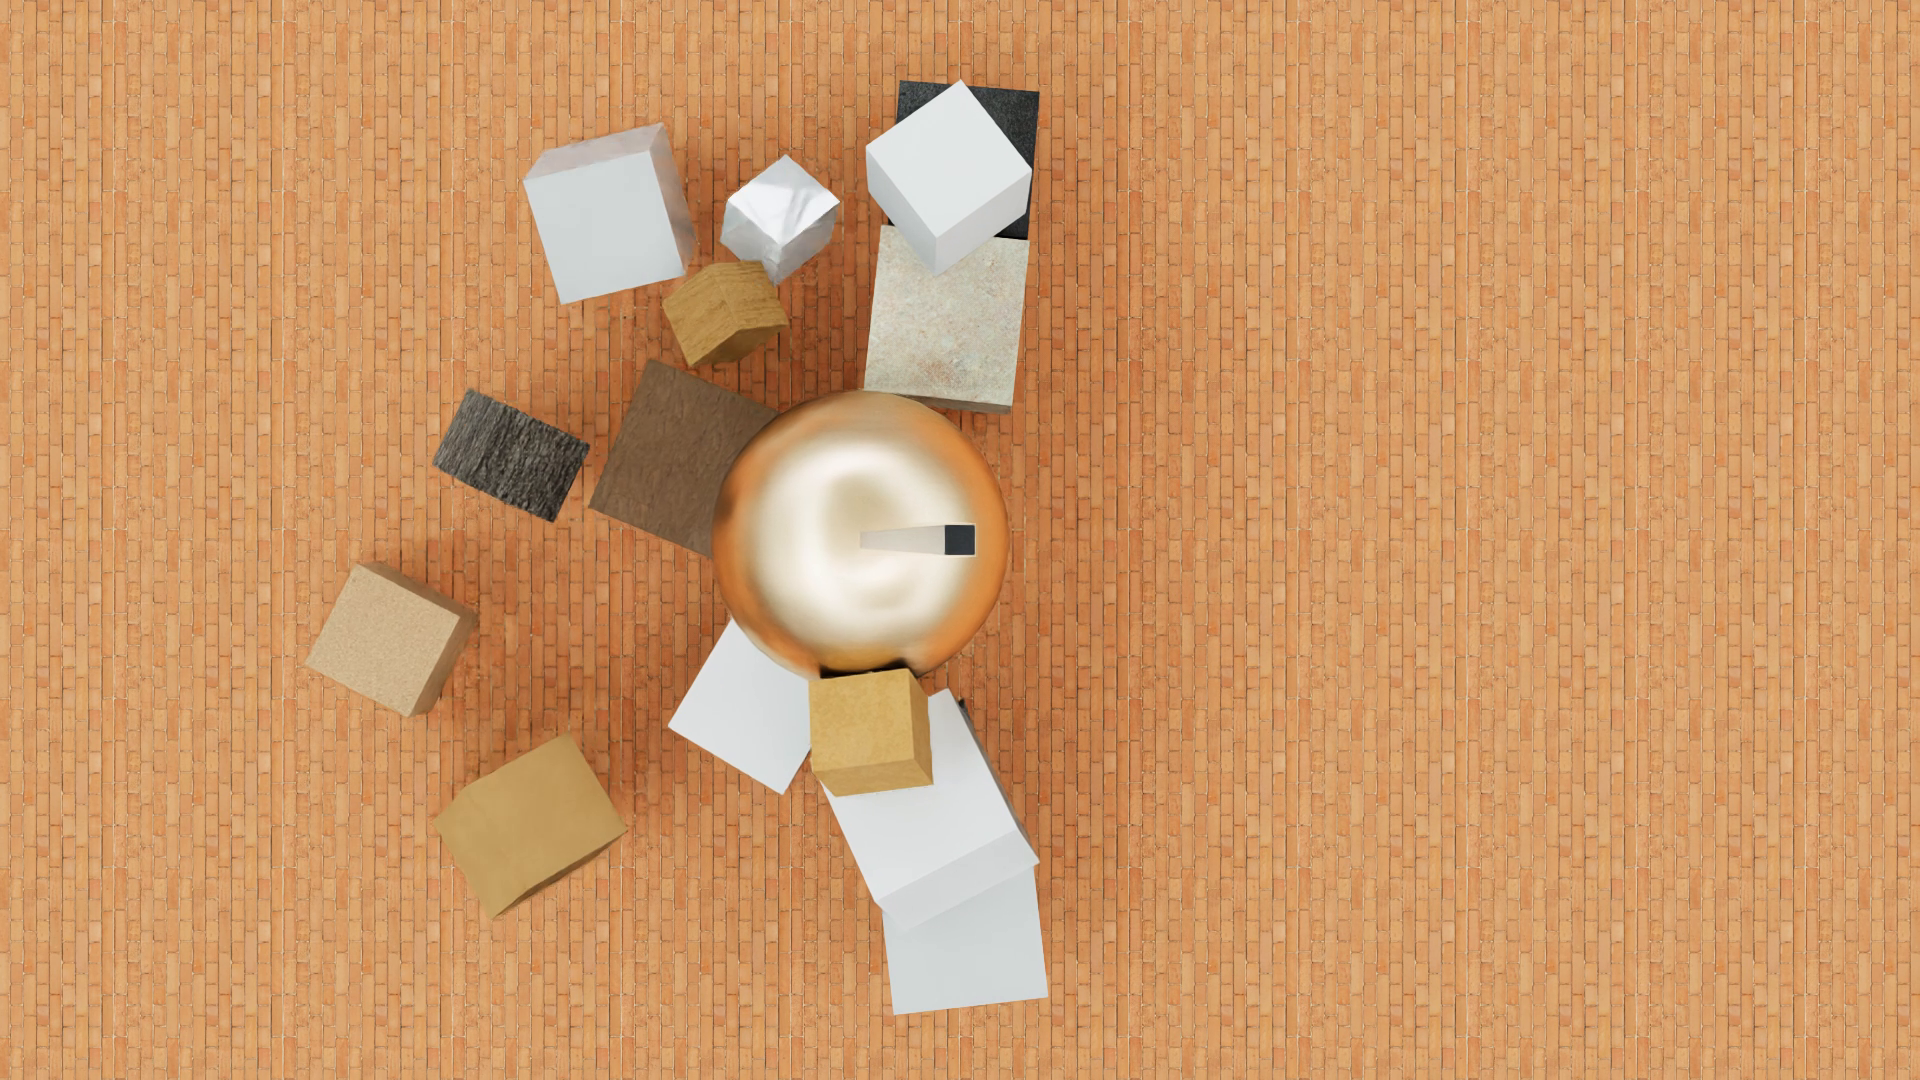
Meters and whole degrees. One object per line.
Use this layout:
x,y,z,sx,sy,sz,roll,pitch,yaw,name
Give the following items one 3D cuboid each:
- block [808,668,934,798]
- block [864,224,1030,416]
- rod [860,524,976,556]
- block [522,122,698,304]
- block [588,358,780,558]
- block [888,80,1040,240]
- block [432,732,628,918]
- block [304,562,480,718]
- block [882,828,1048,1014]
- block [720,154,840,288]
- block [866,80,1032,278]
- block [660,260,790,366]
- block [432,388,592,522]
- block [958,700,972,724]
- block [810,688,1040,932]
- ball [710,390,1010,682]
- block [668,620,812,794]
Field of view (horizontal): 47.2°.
-0.462,1.007,11.443,0.531,0.475,0.489,-8,66,9,block
-0.073,-1.235,12.539,0.820,0.922,0.911,6,90,0,block
-0.230,0.000,8.355,0.080,5.200,0.080,0,90,-5,rod
-1.967,-1.863,12.478,0.713,0.794,0.717,-13,112,4,block
-1.505,-0.436,12.608,0.848,0.783,0.902,23,90,0,block
0.021,-2.113,12.595,0.780,0.810,0.812,5,90,0,block
-2.444,1.622,12.482,0.683,0.723,0.659,-29,84,-35,block
-3.272,0.570,12.724,0.662,0.550,0.643,27,90,0,block
0.014,2.167,12.585,0.860,0.829,0.831,-7,90,0,block
-1.014,-1.791,12.363,0.419,0.409,0.471,42,62,10,block
-0.065,-1.923,11.774,0.622,0.682,0.618,-36,82,-7,block
-1.301,-1.255,12.185,0.434,0.419,0.402,-31,79,36,block
-2.531,-0.481,12.399,0.561,0.571,0.486,27,87,-36,block
-0.165,1.366,12.683,0.622,0.635,0.691,-18,90,0,block
-0.181,1.461,11.854,0.828,0.721,0.869,-27,65,0,block
-0.530,0.000,11.742,1.600,1.600,1.600,0,90,0,ball
-1.099,0.879,12.611,0.745,0.778,0.813,31,90,0,block
